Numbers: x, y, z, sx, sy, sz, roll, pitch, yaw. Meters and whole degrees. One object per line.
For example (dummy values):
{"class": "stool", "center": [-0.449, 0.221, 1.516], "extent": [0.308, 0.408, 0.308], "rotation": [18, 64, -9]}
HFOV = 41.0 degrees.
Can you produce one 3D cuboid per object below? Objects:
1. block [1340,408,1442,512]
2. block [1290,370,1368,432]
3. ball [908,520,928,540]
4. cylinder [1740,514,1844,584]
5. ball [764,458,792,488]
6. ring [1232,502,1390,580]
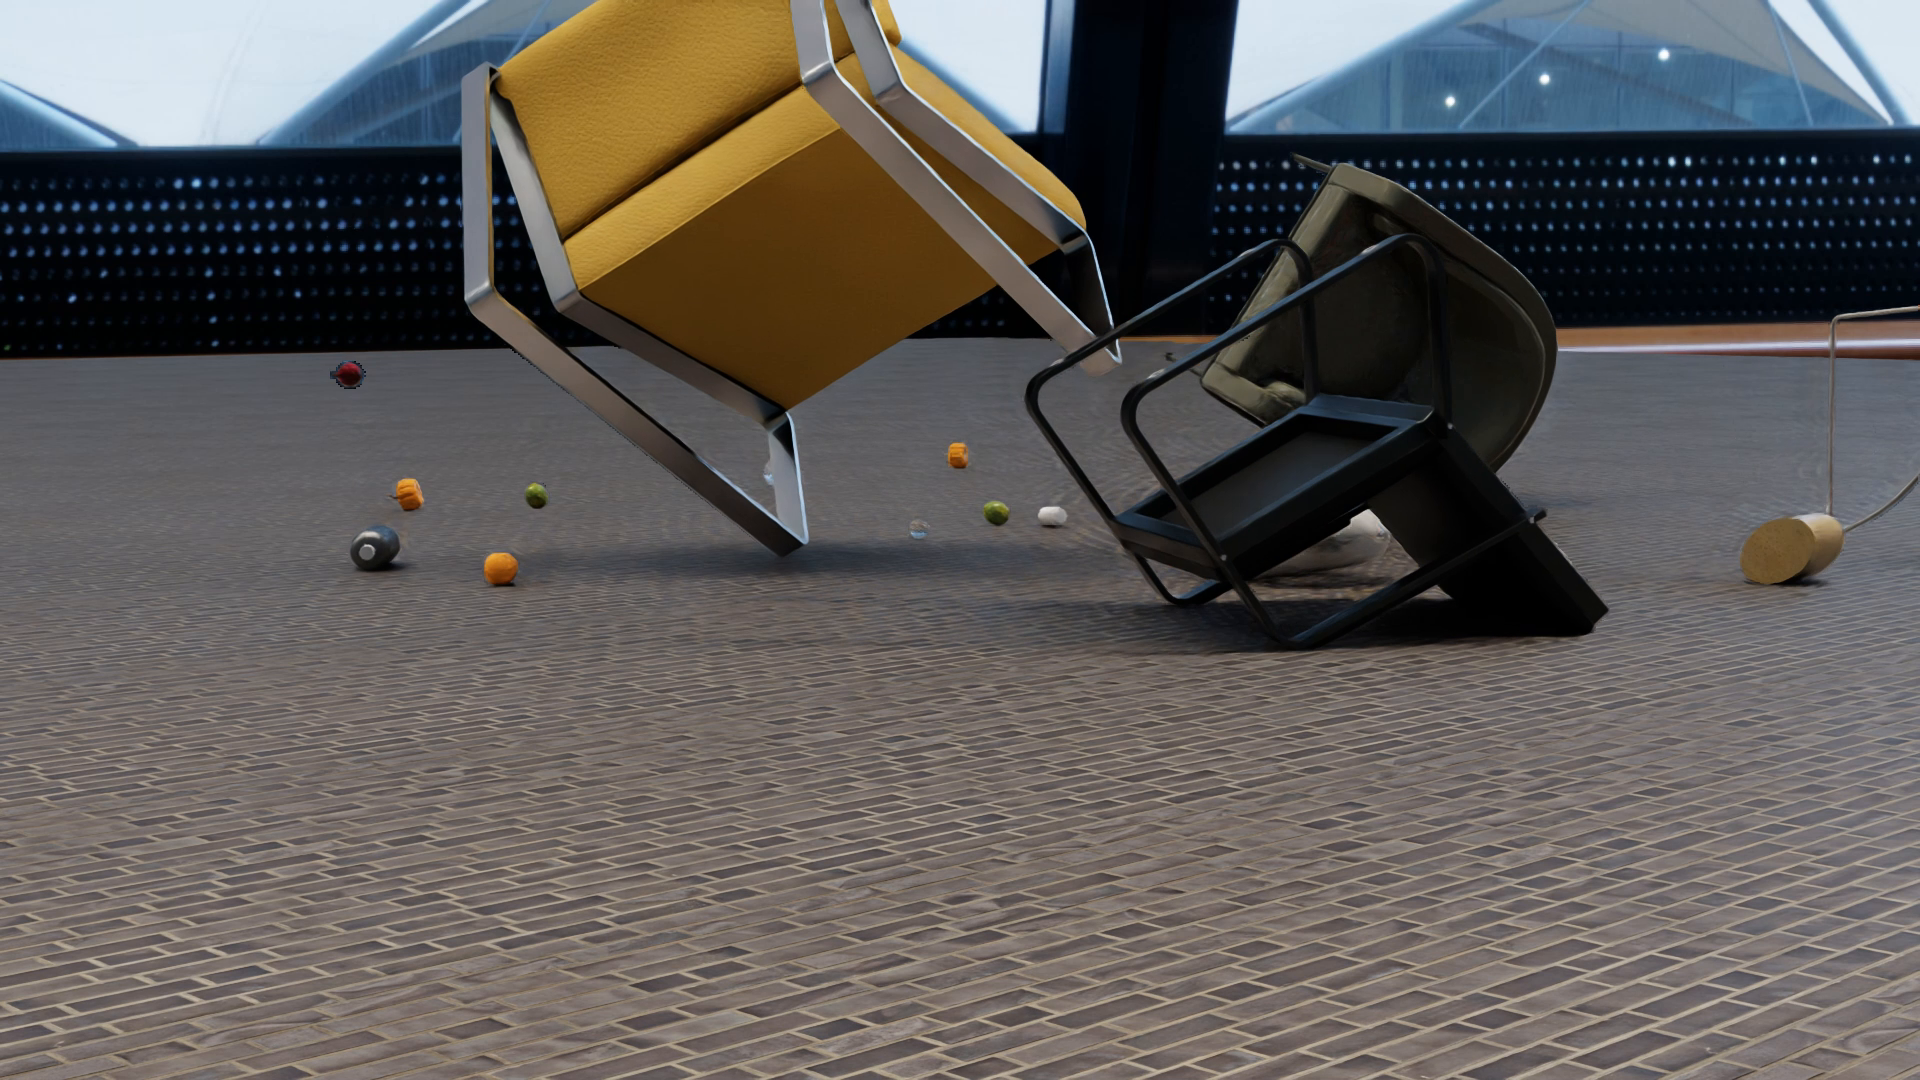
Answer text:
{"class": "block", "center": [1.131, -0.204, 6.727], "extent": [0.180, 0.220, 0.218], "rotation": [-26, -4, 10]}
{"class": "block", "center": [1.147, -0.432, 7.972], "extent": [0.150, 0.112, 0.153], "rotation": [-12, -23, -48]}
{"class": "ball", "center": [-0.104, -0.026, 6.424], "extent": [0.050, 0.050, 0.050], "rotation": [0, 6, 0]}
{"class": "cylinder", "center": [1.792, 0.018, 5.527], "extent": [0.148, 0.128, 0.180], "rotation": [-7, -25, -48]}
{"class": "ball", "center": [-0.568, -0.210, 8.010], "extent": [0.092, 0.092, 0.092], "rotation": [0, 6, 0]}
{"class": "ring", "center": [0.761, 0.001, 5.573], "extent": [0.348, 0.135, 0.345], "rotation": [-9, -1, -20]}
